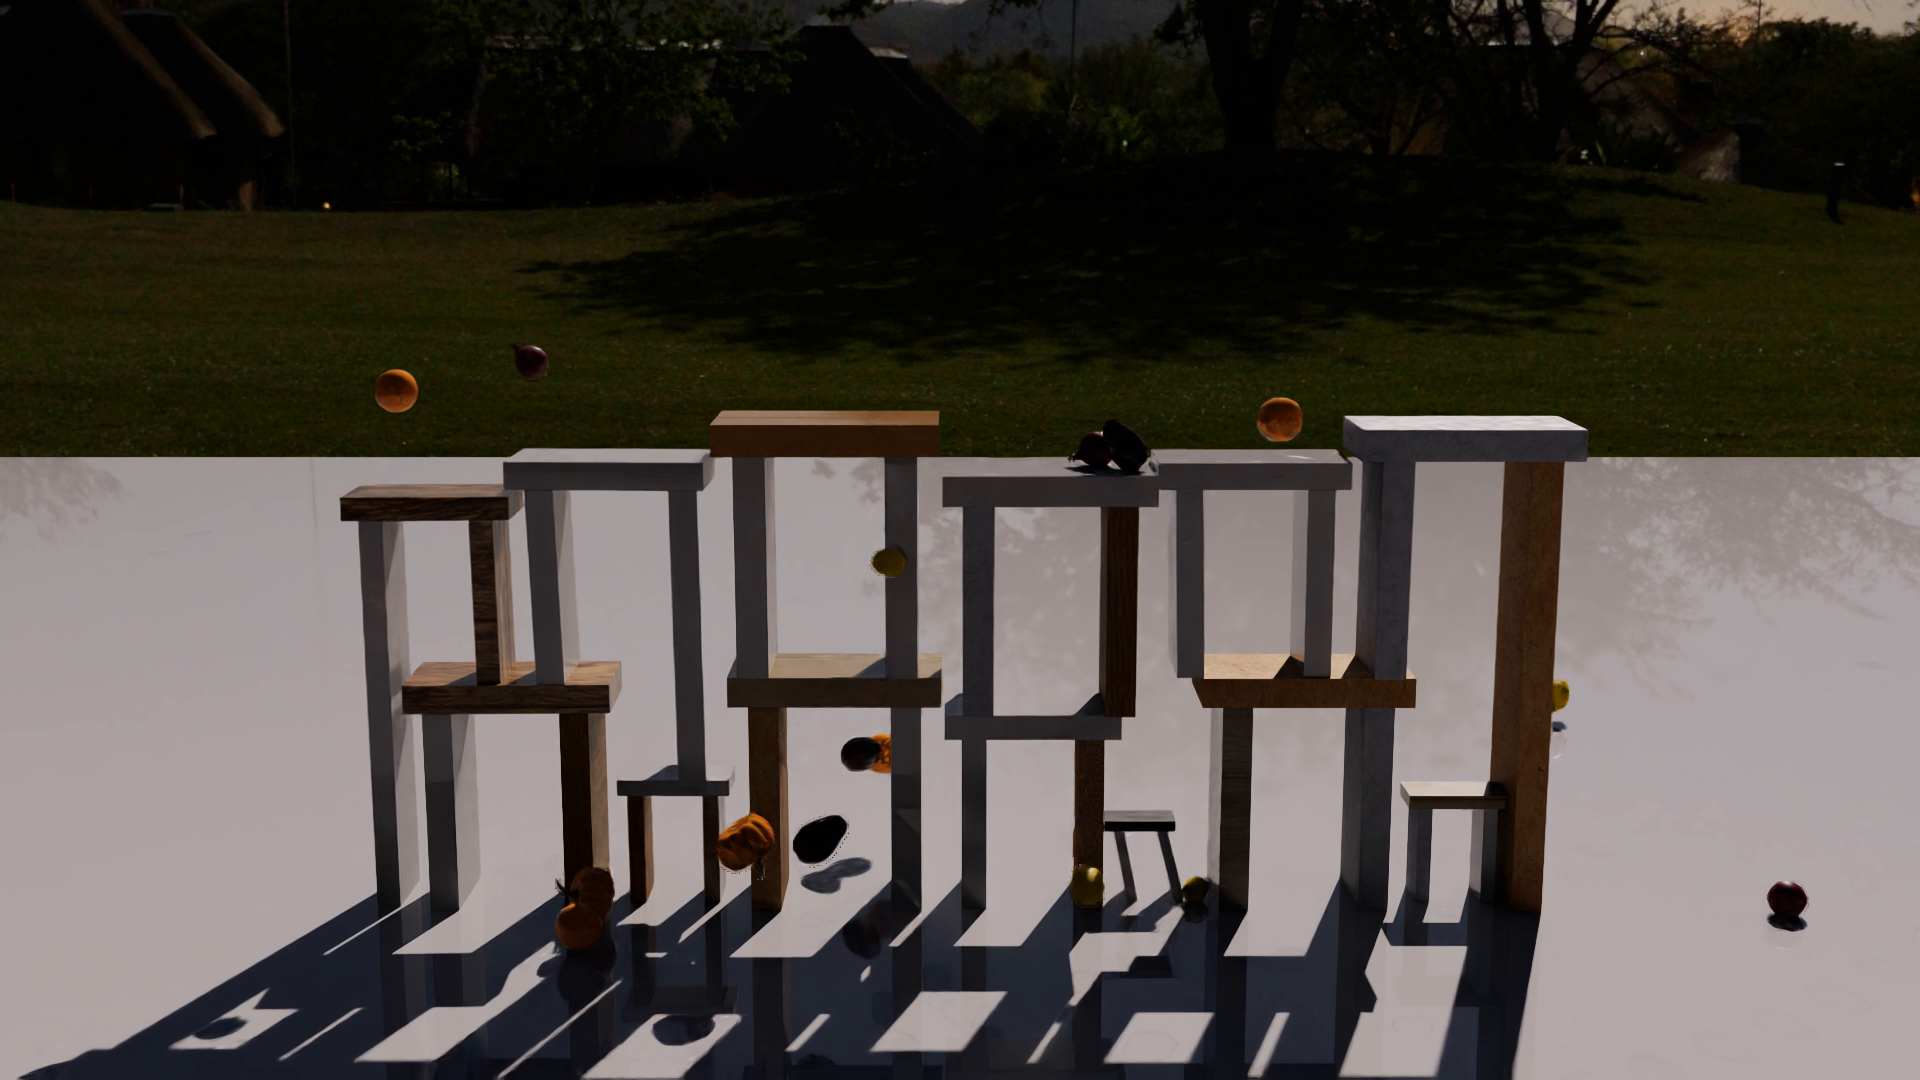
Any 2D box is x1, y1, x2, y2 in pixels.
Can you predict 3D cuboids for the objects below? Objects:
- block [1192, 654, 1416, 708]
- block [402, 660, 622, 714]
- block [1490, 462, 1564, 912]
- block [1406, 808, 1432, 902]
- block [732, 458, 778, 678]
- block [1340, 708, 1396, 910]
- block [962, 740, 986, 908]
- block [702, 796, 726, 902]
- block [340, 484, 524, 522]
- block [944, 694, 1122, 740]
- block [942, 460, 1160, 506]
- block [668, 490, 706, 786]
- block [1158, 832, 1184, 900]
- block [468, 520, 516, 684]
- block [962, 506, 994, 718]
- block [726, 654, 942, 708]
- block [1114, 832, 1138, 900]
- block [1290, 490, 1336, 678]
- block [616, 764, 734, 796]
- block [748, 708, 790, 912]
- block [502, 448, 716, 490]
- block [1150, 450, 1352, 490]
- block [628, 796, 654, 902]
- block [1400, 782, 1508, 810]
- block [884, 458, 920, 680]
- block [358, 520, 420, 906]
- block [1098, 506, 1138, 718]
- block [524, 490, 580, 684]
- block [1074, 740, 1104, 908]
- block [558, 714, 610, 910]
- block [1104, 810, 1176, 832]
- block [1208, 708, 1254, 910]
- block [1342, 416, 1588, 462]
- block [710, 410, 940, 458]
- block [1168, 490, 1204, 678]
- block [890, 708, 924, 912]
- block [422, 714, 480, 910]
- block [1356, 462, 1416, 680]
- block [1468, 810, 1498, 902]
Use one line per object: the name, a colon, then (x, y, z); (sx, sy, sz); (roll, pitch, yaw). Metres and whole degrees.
block: (0.560, 0.230, 3.606); (0.341, 0.048, 0.171); (0, 11, 0)
block: (-0.731, 0.241, 3.609); (0.330, 0.047, 0.165); (0, 10, -2)
block: (0.922, 0.226, 3.600); (0.050, 0.741, 0.176); (0, 11, 0)
block: (0.762, 0.512, 3.652); (0.023, 0.160, 0.080); (0, 11, 0)
block: (-0.331, 0.030, 3.563); (0.051, 0.357, 0.179); (0, 11, 0)
block: (0.674, 0.422, 3.642); (0.048, 0.341, 0.171); (0, 11, 0)
block: (0.023, 0.450, 3.642); (0.040, 0.285, 0.143); (0, 10, 0)
block: (-0.408, 0.500, 3.655); (0.026, 0.183, 0.091); (0, 11, 0)
block: (-0.850, -0.061, 3.551); (0.265, 0.038, 0.133); (0, 11, -1)
block: (0.118, 0.290, 3.612); (0.285, 0.040, 0.143); (0, 10, 0)
block: (0.143, -0.092, 3.548); (0.342, 0.048, 0.171); (0, 10, 0)
block: (-0.446, 0.146, 3.592); (0.045, 0.484, 0.157); (-2, 11, -7)
block: (0.349, 0.532, 3.654); (0.017, 0.119, 0.059); (-14, 10, 4)
block: (-0.761, 0.087, 3.579); (0.038, 0.265, 0.133); (-1, 11, -1)
block: (0.029, 0.101, 3.583); (0.048, 0.342, 0.171); (0, 10, 0)
block: (-0.201, 0.229, 3.602); (0.343, 0.049, 0.171); (0, 11, 0)
block: (0.273, 0.532, 3.654); (0.017, 0.119, 0.059); (-11, 10, 2)
block: (0.572, 0.057, 3.572); (0.043, 0.304, 0.152); (0, 11, 0)
block: (-0.469, 0.397, 3.636); (0.183, 0.026, 0.091); (0, 10, 0)
block: (-0.315, 0.421, 3.638); (0.049, 0.343, 0.171); (0, 11, 0)
block: (-0.562, -0.114, 3.543); (0.315, 0.045, 0.157); (0, 10, 0)
block: (0.466, -0.114, 3.541); (0.304, 0.043, 0.152); (0, 11, 0)
block: (-0.530, 0.500, 3.655); (0.026, 0.183, 0.091); (0, 11, 0)
block: (0.816, 0.422, 3.635); (0.160, 0.023, 0.080); (0, 11, 0)
block: (-0.093, 0.030, 3.562); (0.051, 0.357, 0.179); (0, 11, 0)
block: (-0.936, 0.274, 3.613); (0.038, 0.643, 0.133); (0, 11, 0)
block: (0.258, 0.101, 3.583); (0.048, 0.342, 0.171); (0, 10, 0)
block: (-0.662, 0.063, 3.577); (0.045, 0.315, 0.158); (-2, 10, 0)
block: (0.213, 0.450, 3.642); (0.040, 0.285, 0.143); (0, 10, 0)
block: (-0.620, 0.427, 3.641); (0.047, 0.330, 0.165); (0, 11, 0)
block: (0.294, 0.465, 3.641); (0.119, 0.017, 0.059); (0, 11, -1)
block: (0.446, 0.422, 3.642); (0.048, 0.341, 0.171); (0, 11, 0)
block: (0.806, -0.163, 3.528); (0.352, 0.050, 0.176); (0, 11, 0)
block: (-0.212, -0.171, 3.526); (0.357, 0.051, 0.179); (0, 11, 0)
block: (0.366, 0.058, 3.572); (0.043, 0.304, 0.152); (-1, 11, 0)
block: (-0.087, 0.421, 3.638); (0.049, 0.343, 0.171); (0, 11, 0)
block: (-0.841, 0.427, 3.641); (0.047, 0.330, 0.165); (0, 11, 0)
block: (0.688, 0.034, 3.564); (0.050, 0.352, 0.176); (0, 11, 0)
block: (0.869, 0.512, 3.652); (0.023, 0.160, 0.080); (0, 11, 0)
